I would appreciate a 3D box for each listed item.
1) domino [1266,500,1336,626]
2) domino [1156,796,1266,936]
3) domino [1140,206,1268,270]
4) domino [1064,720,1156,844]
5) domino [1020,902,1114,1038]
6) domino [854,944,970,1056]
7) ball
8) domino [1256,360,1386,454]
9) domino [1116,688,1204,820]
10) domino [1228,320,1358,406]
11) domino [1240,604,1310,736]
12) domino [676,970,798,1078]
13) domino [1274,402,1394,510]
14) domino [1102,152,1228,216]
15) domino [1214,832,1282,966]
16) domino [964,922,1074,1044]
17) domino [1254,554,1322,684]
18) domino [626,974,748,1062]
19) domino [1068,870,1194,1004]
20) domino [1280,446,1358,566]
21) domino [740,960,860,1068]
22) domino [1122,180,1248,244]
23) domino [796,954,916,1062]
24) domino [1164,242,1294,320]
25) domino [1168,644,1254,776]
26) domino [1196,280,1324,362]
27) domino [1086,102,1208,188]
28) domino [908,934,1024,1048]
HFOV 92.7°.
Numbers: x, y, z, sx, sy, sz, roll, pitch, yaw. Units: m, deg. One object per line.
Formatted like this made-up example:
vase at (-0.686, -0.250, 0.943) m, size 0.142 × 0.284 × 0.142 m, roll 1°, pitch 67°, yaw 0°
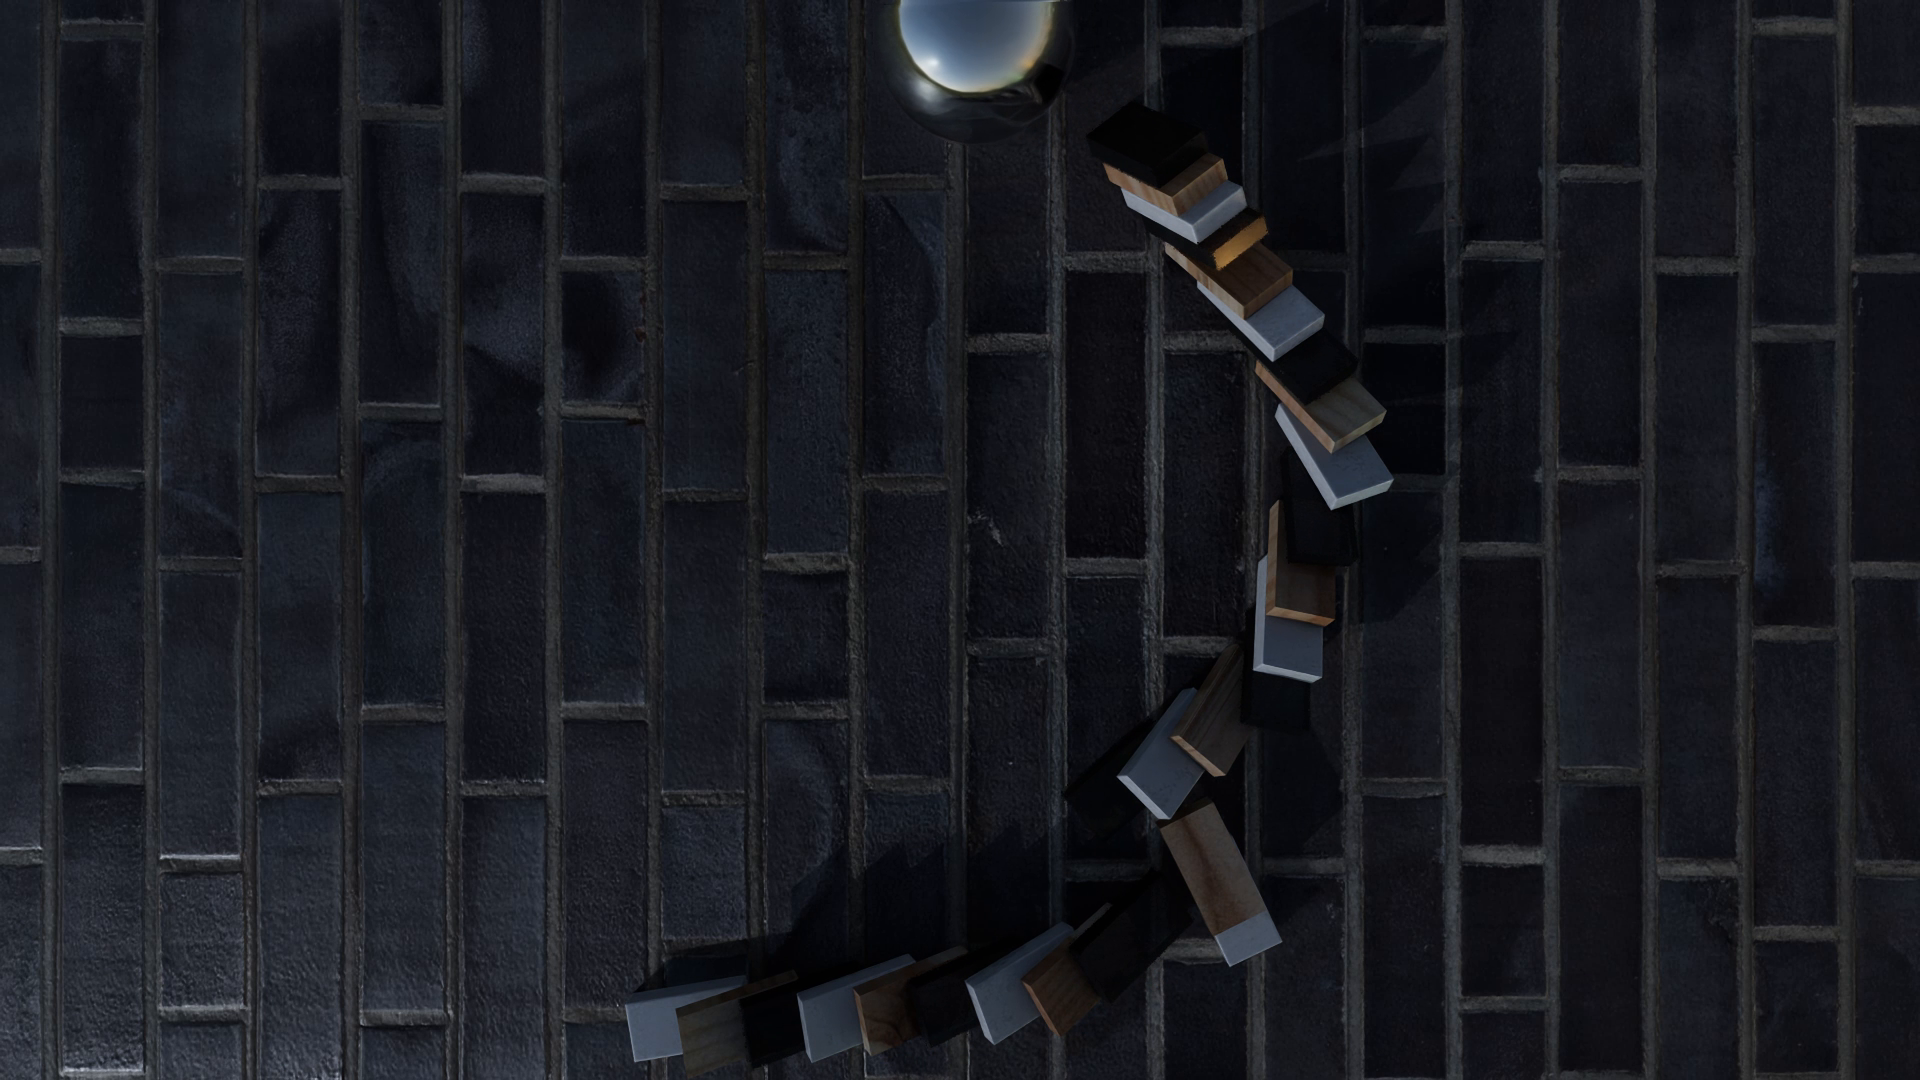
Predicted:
domino at (0.143, 0.009, 0.385) m, size 0.025 × 0.010 × 0.050 m, roll 12°, pitch 65°, yaw -1°
domino at (0.105, 0.137, 0.386) m, size 0.025 × 0.010 × 0.050 m, roll -26°, pitch 90°, yaw 0°
domino at (0.100, -0.131, 0.379) m, size 0.025 × 0.010 × 0.050 m, roll -37°, pitch 45°, yaw 0°
domino at (0.072, 0.104, 0.395) m, size 0.050 × 0.010 × 0.025 m, roll -41°, pitch 90°, yaw 0°
domino at (0.052, 0.180, 0.385) m, size 0.050 × 0.010 × 0.025 m, roll -32°, pitch 94°, yaw -23°
domino at (-0.018, 0.193, 0.386) m, size 0.050 × 0.009 × 0.025 m, roll -11°, pitch 90°, yaw -24°
ball at (0.006, -0.199, 0.360) m, size 0.080 × 0.080 × 0.080 m, roll 0°, pitch 90°, yaw 0°
domino at (0.150, -0.063, 0.384) m, size 0.025 × 0.010 × 0.050 m, roll -32°, pitch 64°, yaw -2°
domino at (0.091, 0.089, 0.385) m, size 0.025 × 0.010 × 0.050 m, roll 45°, pitch 66°, yaw -2°
domino at (0.139, -0.082, 0.385) m, size 0.025 × 0.009 × 0.050 m, roll -34°, pitch 64°, yaw -1°
domino at (0.133, 0.054, 0.384) m, size 0.025 × 0.009 × 0.050 m, roll 13°, pitch 65°, yaw -3°
domino at (-0.091, 0.203, 0.385) m, size 0.050 × 0.010 × 0.025 m, roll -9°, pitch 90°, yaw -22°
domino at (0.156, -0.039, 0.384) m, size 0.025 × 0.010 × 0.050 m, roll -19°, pitch 63°, yaw -2°
domino at (0.084, -0.153, 0.379) m, size 0.025 × 0.010 × 0.050 m, roll -37°, pitch 45°, yaw 0°
domino at (0.116, 0.154, 0.395) m, size 0.025 × 0.009 × 0.050 m, roll -25°, pitch 90°, yaw 0°
domino at (0.029, 0.185, 0.385) m, size 0.050 × 0.009 × 0.025 m, roll -21°, pitch 91°, yaw -24°
domino at (0.138, 0.032, 0.385) m, size 0.025 × 0.009 × 0.050 m, roll 13°, pitch 65°, yaw -3°
domino at (-0.116, 0.206, 0.395) m, size 0.050 × 0.010 × 0.025 m, roll -9°, pitch 90°, yaw 0°
domino at (0.072, 0.166, 0.385) m, size 0.050 × 0.010 × 0.025 m, roll -33°, pitch 94°, yaw -23°
domino at (0.150, -0.015, 0.385) m, size 0.025 × 0.010 × 0.050 m, roll 5°, pitch 65°, yaw 0°
domino at (-0.065, 0.199, 0.386) m, size 0.050 × 0.009 × 0.025 m, roll -9°, pitch 90°, yaw -22°
domino at (0.092, -0.142, 0.379) m, size 0.025 × 0.010 × 0.050 m, roll -37°, pitch 45°, yaw 0°
domino at (-0.041, 0.196, 0.386) m, size 0.050 × 0.009 × 0.025 m, roll -9°, pitch 90°, yaw -24°
domino at (0.112, -0.117, 0.384) m, size 0.025 × 0.009 × 0.050 m, roll -37°, pitch 62°, yaw 0°
domino at (0.112, 0.071, 0.386) m, size 0.025 × 0.009 × 0.050 m, roll 40°, pitch 66°, yaw 0°
domino at (0.125, -0.101, 0.385) m, size 0.025 × 0.010 × 0.050 m, roll -35°, pitch 64°, yaw 0°
domino at (0.076, -0.164, 0.379) m, size 0.025 × 0.010 × 0.050 m, roll -37°, pitch 45°, yaw 0°
domino at (0.006, 0.189, 0.385) m, size 0.050 × 0.010 × 0.025 m, roll -13°, pitch 90°, yaw -24°
